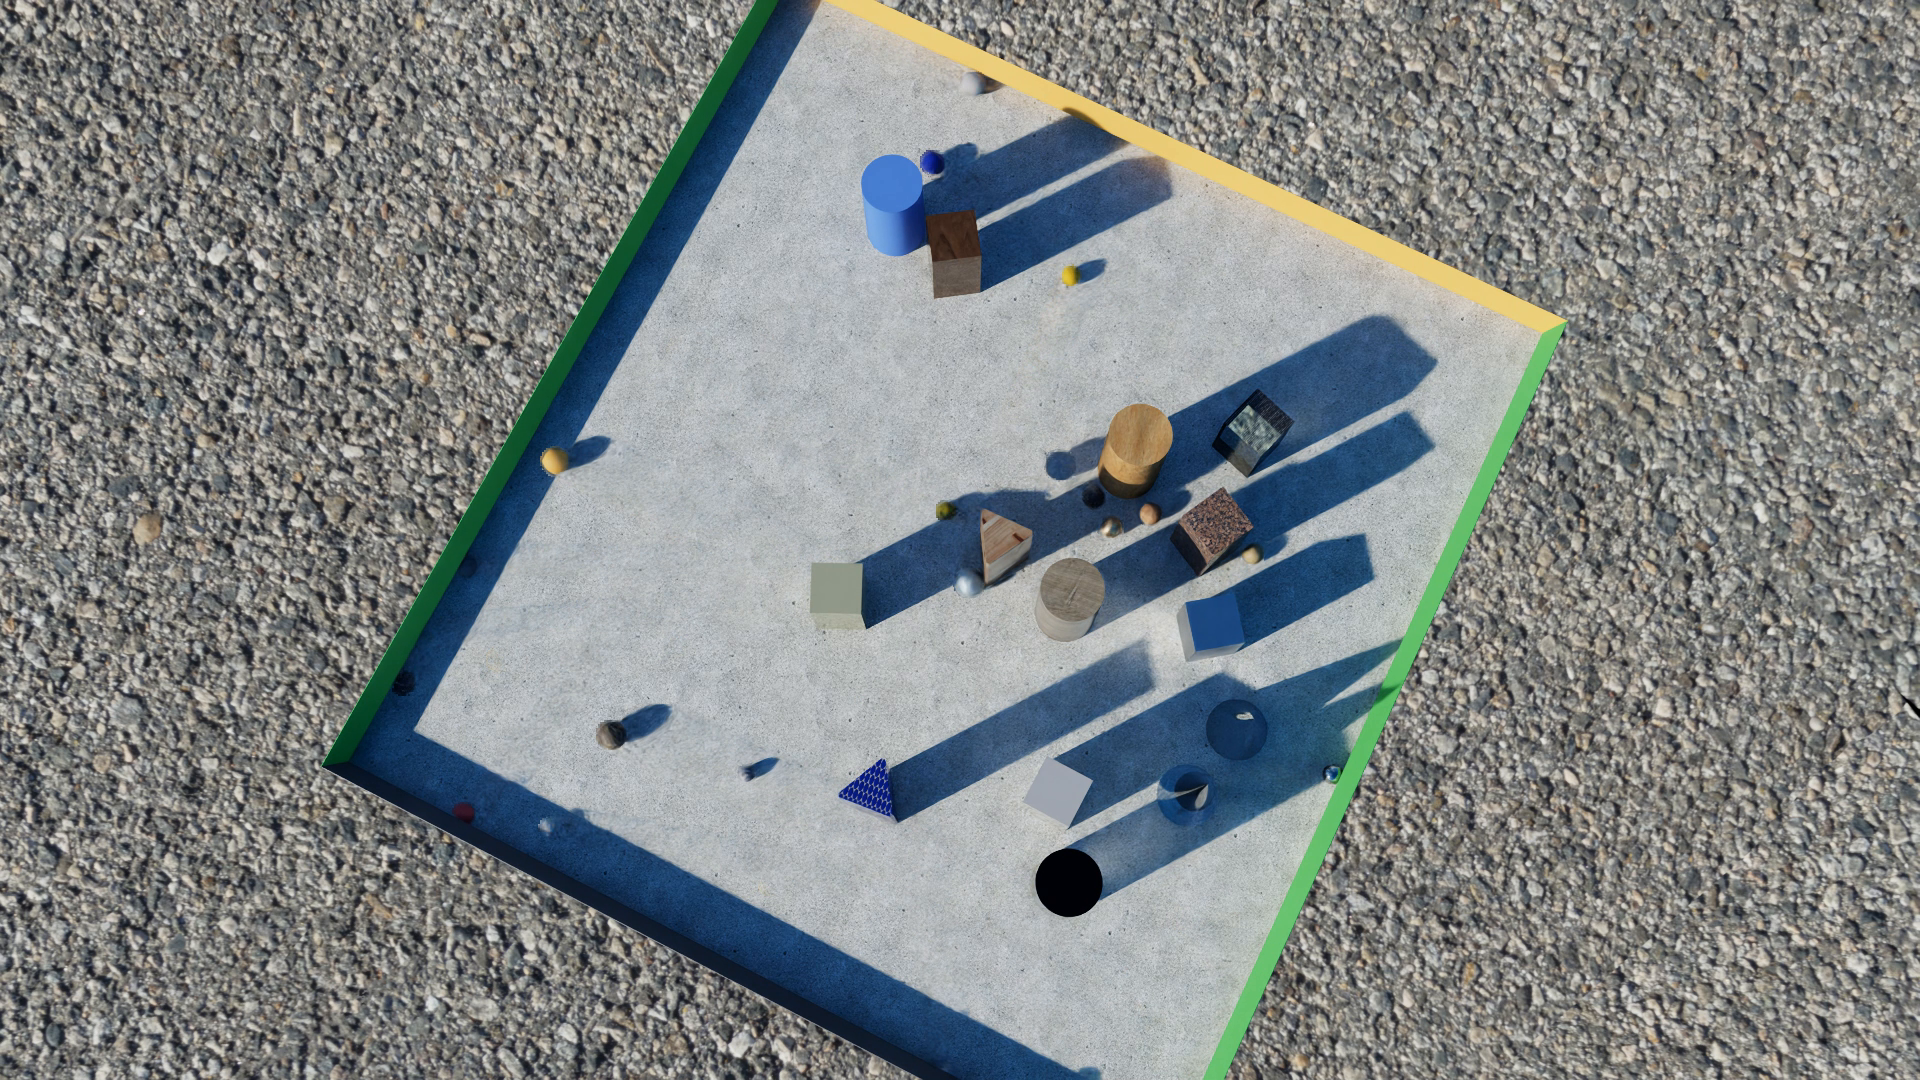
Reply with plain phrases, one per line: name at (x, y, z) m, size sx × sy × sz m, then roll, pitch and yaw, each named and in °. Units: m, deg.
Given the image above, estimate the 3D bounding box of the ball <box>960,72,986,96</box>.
ball at (0.042, -1.463, 5.878) m, size 0.080 × 0.080 × 0.080 m, roll 0°, pitch 78°, yaw 0°

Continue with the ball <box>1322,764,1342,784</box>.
ball at (1.107, 0.696, 5.441) m, size 0.061 × 0.061 × 0.061 m, roll 0°, pitch 78°, yaw 0°

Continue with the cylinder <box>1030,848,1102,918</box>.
cylinder at (0.297, 0.977, 5.203) m, size 0.185 × 0.415 × 0.185 m, roll 0°, pitch 78°, yaw 0°

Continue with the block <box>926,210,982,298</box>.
block at (-0.019, -0.875, 5.629) m, size 0.148 × 0.330 × 0.148 m, roll -8°, pitch 78°, yaw -2°

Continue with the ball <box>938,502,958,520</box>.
ball at (-0.038, -0.089, 5.605) m, size 0.058 × 0.058 × 0.058 m, roll 0°, pitch 78°, yaw 0°

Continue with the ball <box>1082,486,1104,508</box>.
ball at (0.408, -0.131, 5.608) m, size 0.070 × 0.070 × 0.070 m, roll 0°, pitch 78°, yaw 0°

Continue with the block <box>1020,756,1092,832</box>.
block at (0.276, 0.739, 5.316) m, size 0.148 × 0.289 × 0.148 m, roll 28°, pitch 80°, yaw 5°

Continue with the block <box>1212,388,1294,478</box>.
block at (0.884, -0.320, 5.543) m, size 0.148 × 0.273 × 0.148 m, roll 44°, pitch 82°, yaw 8°

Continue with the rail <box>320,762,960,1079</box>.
rail at (-0.637, 1.254, 5.295) m, size 2.734 × 0.120 × 0.045 m, roll 26°, pitch 80°, yaw 5°

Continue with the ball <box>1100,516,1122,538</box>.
ball at (0.462, -0.038, 5.591) m, size 0.065 × 0.065 × 0.065 m, roll 0°, pitch 78°, yaw 0°

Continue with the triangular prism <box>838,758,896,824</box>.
triangular prism at (-0.237, 0.710, 5.259) m, size 0.160 × 0.412 × 0.138 m, roll 21°, pitch 79°, yaw 4°

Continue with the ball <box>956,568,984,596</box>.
ball at (0.030, 0.127, 5.545) m, size 0.089 × 0.089 × 0.089 m, roll 0°, pitch 78°, yaw 0°

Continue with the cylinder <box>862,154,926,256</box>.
cylinder at (-0.203, -1.025, 5.641) m, size 0.185 × 0.368 × 0.185 m, roll 0°, pitch 78°, yaw 0°

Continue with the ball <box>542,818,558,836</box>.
ball at (-1.213, 0.849, 5.416) m, size 0.050 × 0.050 × 0.050 m, roll 0°, pitch 78°, yaw 0°

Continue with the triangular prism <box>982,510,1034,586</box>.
triangular prism at (0.105, 0.004, 5.429) m, size 0.160 × 0.366 × 0.138 m, roll -34°, pitch 80°, yaw -7°

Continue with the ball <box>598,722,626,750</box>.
ball at (-1.035, 0.581, 5.453) m, size 0.085 × 0.085 × 0.085 m, roll 0°, pitch 78°, yaw 0°

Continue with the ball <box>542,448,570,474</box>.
ball at (-1.240, -0.242, 5.626) m, size 0.079 × 0.079 × 0.079 m, roll 0°, pitch 78°, yaw 0°

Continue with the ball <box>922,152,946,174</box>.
ball at (-0.083, -1.198, 5.827) m, size 0.073 × 0.073 × 0.073 m, roll 0°, pitch 78°, yaw 0°

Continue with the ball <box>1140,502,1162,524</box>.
ball at (0.583, -0.081, 5.599) m, size 0.067 × 0.067 × 0.067 m, roll 0°, pitch 78°, yaw 0°

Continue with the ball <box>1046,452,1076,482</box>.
ball at (0.307, -0.226, 5.616) m, size 0.092 × 0.092 × 0.092 m, roll 0°, pitch 78°, yaw 0°

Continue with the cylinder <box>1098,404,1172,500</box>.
cylinder at (0.517, -0.259, 5.454) m, size 0.185 × 0.423 × 0.185 m, roll 0°, pitch 78°, yaw 0°

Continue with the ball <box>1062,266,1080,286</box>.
ball at (0.348, -0.828, 5.757) m, size 0.060 × 0.060 × 0.060 m, roll 0°, pitch 78°, yaw 0°

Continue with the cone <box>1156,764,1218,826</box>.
cone at (0.678, 0.714, 5.236) m, size 0.185 × 0.456 × 0.185 m, roll 0°, pitch 78°, yaw 0°

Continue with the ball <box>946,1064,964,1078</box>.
ball at (-0.016, 1.533, 5.274) m, size 0.049 × 0.049 × 0.049 m, roll 0°, pitch 78°, yaw 0°

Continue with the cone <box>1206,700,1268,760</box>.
cone at (0.831, 0.537, 5.342) m, size 0.185 × 0.319 × 0.185 m, roll 0°, pitch 78°, yaw 0°

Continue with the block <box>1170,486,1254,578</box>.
block at (0.745, -0.021, 5.449) m, size 0.148 × 0.335 × 0.148 m, roll -35°, pitch 80°, yaw -7°

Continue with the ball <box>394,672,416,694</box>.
ball at (-1.667, 0.429, 5.495) m, size 0.064 × 0.064 × 0.064 m, roll 0°, pitch 78°, yaw 0°

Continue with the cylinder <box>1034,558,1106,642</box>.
cylinder at (0.319, 0.180, 5.382) m, size 0.185 × 0.386 × 0.185 m, roll 0°, pitch 78°, yaw 0°

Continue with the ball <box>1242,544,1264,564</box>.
ball at (0.891, 0.043, 5.575) m, size 0.063 × 0.063 × 0.063 m, roll 0°, pitch 78°, yaw 0°

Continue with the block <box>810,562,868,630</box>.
block at (-0.357, 0.169, 5.431) m, size 0.148 × 0.294 × 0.148 m, roll 1°, pitch 78°, yaw 0°

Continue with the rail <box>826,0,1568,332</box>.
rail at (0.637, -1.241, 5.811) m, size 2.734 × 0.120 × 0.045 m, roll 26°, pitch 80°, yaw 5°

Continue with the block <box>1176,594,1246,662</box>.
block at (0.742, 0.263, 5.442) m, size 0.148 × 0.235 × 0.148 m, roll -10°, pitch 79°, yaw -2°

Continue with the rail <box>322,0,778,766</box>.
rail at (-1.202, -0.582, 5.674) m, size 0.045 × 0.120 × 2.895 m, roll 26°, pitch 80°, yaw 5°

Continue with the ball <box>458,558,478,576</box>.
ball at (-1.496, 0.081, 5.571) m, size 0.057 × 0.057 × 0.057 m, roll 0°, pitch 78°, yaw 0°

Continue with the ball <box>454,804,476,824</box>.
ball at (-1.465, 0.810, 5.418) m, size 0.061 × 0.061 × 0.061 m, roll 0°, pitch 78°, yaw 0°

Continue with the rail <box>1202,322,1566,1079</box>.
rail at (1.202, 0.595, 5.431) m, size 0.045 × 0.120 × 2.895 m, roll 26°, pitch 80°, yaw 5°

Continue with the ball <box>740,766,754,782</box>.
ball at (-0.634, 0.697, 5.449) m, size 0.046 × 0.046 × 0.046 m, roll 0°, pitch 78°, yaw 0°
